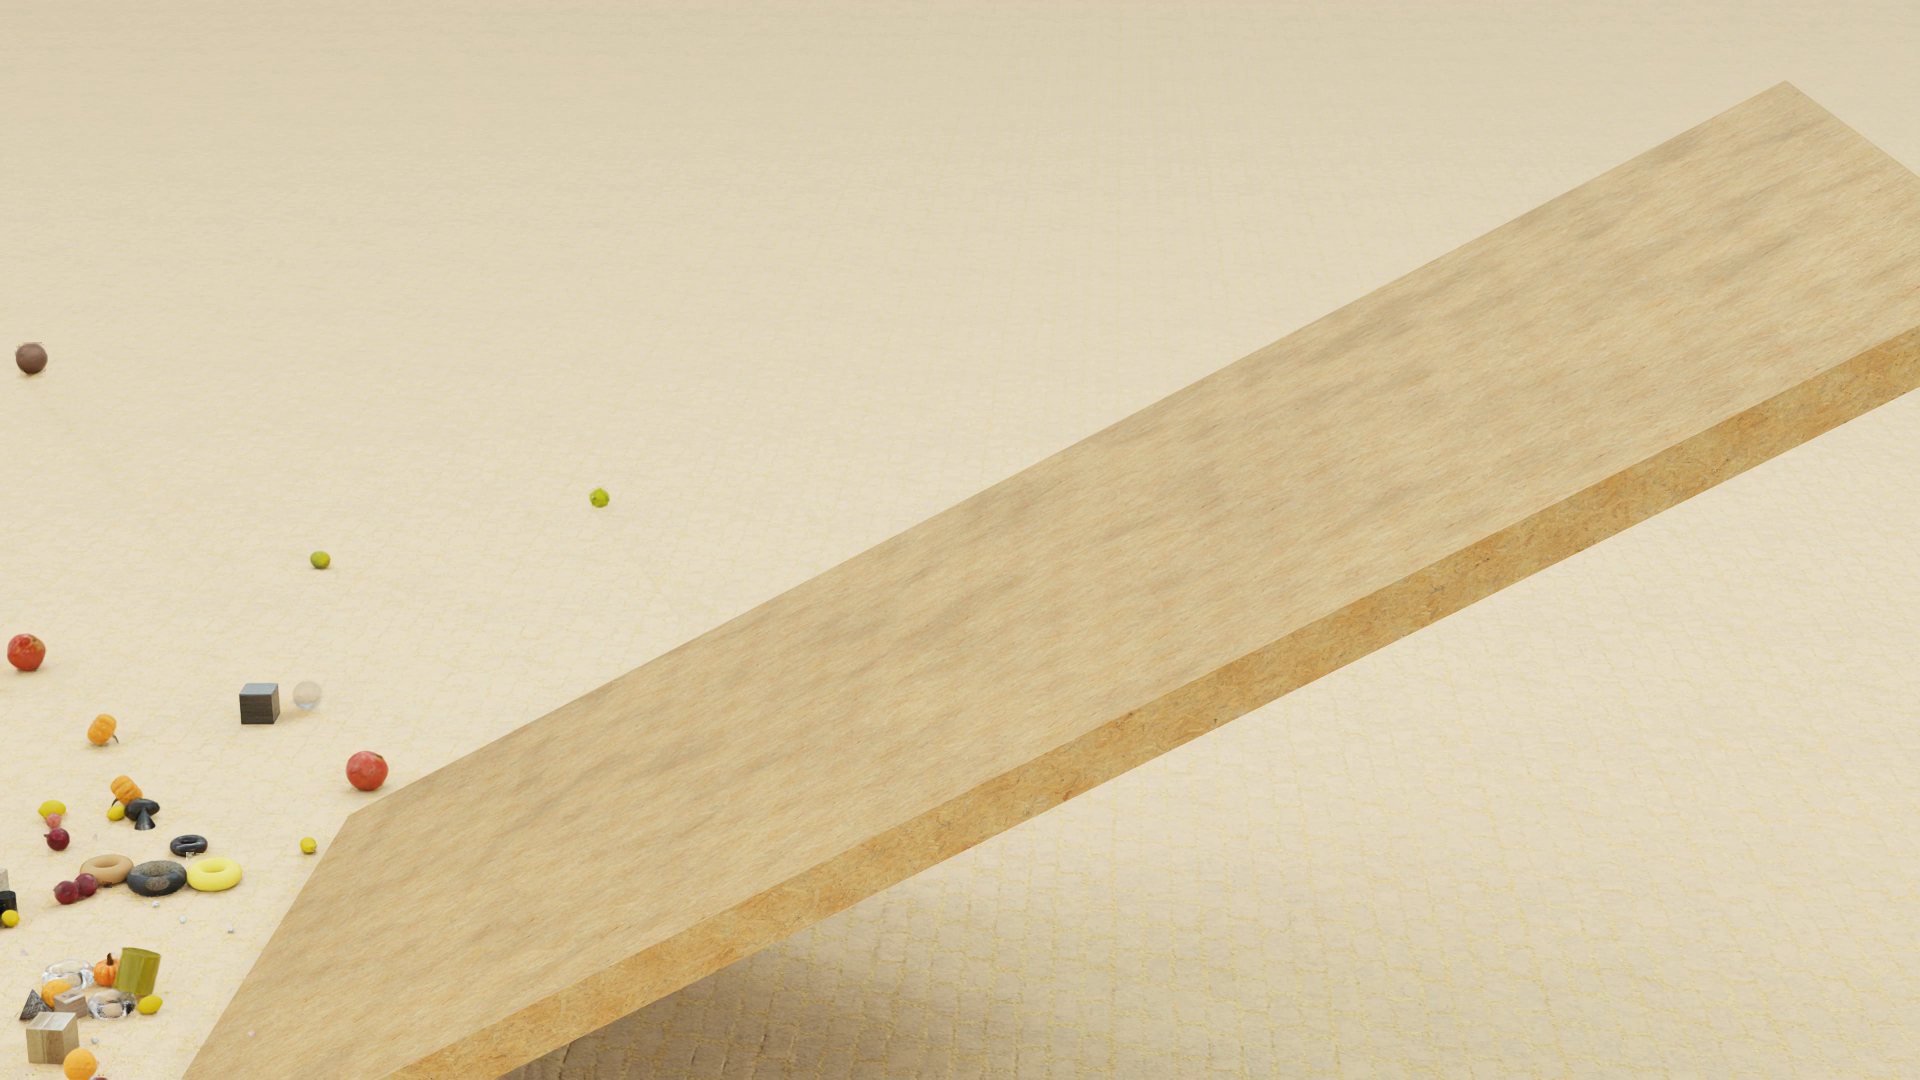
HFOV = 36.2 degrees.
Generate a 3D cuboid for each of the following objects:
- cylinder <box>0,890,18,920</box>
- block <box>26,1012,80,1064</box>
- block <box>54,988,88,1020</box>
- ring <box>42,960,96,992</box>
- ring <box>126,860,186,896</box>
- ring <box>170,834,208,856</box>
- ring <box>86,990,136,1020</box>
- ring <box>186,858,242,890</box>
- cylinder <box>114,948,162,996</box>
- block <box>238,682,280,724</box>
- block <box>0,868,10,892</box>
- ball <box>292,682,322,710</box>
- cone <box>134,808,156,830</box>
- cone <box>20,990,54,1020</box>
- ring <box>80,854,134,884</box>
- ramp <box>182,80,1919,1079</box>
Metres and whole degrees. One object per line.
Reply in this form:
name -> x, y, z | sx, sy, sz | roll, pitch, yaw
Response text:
cylinder -> -2.344, 0.896, 7.225 | 0.053, 0.053, 0.053 | 0, 18, 0
block -> -2.013, 1.105, 6.524 | 0.084, 0.084, 0.084 | 2, 18, 5
block -> -2.030, 1.063, 6.710 | 0.051, 0.051, 0.051 | 14, 23, 38
ring -> -2.081, 1.017, 6.869 | 0.123, 0.041, 0.123 | 1, 19, 0
ring -> -2.015, 0.849, 7.380 | 0.149, 0.050, 0.149 | 1, 18, 0
ring -> -1.991, 0.789, 7.595 | 0.098, 0.033, 0.098 | 1, 17, 0
ring -> -1.941, 1.063, 6.731 | 0.111, 0.037, 0.111 | 3, 18, -1
ring -> -1.878, 0.842, 7.408 | 0.138, 0.046, 0.138 | 1, 19, 0
cylinder -> -1.902, 0.997, 6.801 | 0.091, 0.091, 0.091 | 13, -2, 0
block -> -2.020, 0.472, 8.485 | 0.093, 0.093, 0.093 | 0, 18, 0
block -> -2.411, 0.867, 7.253 | 0.093, 0.093, 0.093 | 4, 18, 13
ball -> -1.899, 0.452, 8.562 | 0.083, 0.083, 0.083 | 0, 18, 0
cone -> -2.148, 0.729, 7.743 | 0.056, 0.056, 0.056 | 0, 18, 0
cone -> -2.095, 1.072, 6.710 | 0.075, 0.075, 0.075 | 24, 13, -14
ring -> -2.157, 0.834, 7.435 | 0.134, 0.045, 0.134 | 0, 16, 0
ramp -> 0.141, 0.167, 6.282 | 4.000, 0.100, 2.000 | -27, 14, 11
